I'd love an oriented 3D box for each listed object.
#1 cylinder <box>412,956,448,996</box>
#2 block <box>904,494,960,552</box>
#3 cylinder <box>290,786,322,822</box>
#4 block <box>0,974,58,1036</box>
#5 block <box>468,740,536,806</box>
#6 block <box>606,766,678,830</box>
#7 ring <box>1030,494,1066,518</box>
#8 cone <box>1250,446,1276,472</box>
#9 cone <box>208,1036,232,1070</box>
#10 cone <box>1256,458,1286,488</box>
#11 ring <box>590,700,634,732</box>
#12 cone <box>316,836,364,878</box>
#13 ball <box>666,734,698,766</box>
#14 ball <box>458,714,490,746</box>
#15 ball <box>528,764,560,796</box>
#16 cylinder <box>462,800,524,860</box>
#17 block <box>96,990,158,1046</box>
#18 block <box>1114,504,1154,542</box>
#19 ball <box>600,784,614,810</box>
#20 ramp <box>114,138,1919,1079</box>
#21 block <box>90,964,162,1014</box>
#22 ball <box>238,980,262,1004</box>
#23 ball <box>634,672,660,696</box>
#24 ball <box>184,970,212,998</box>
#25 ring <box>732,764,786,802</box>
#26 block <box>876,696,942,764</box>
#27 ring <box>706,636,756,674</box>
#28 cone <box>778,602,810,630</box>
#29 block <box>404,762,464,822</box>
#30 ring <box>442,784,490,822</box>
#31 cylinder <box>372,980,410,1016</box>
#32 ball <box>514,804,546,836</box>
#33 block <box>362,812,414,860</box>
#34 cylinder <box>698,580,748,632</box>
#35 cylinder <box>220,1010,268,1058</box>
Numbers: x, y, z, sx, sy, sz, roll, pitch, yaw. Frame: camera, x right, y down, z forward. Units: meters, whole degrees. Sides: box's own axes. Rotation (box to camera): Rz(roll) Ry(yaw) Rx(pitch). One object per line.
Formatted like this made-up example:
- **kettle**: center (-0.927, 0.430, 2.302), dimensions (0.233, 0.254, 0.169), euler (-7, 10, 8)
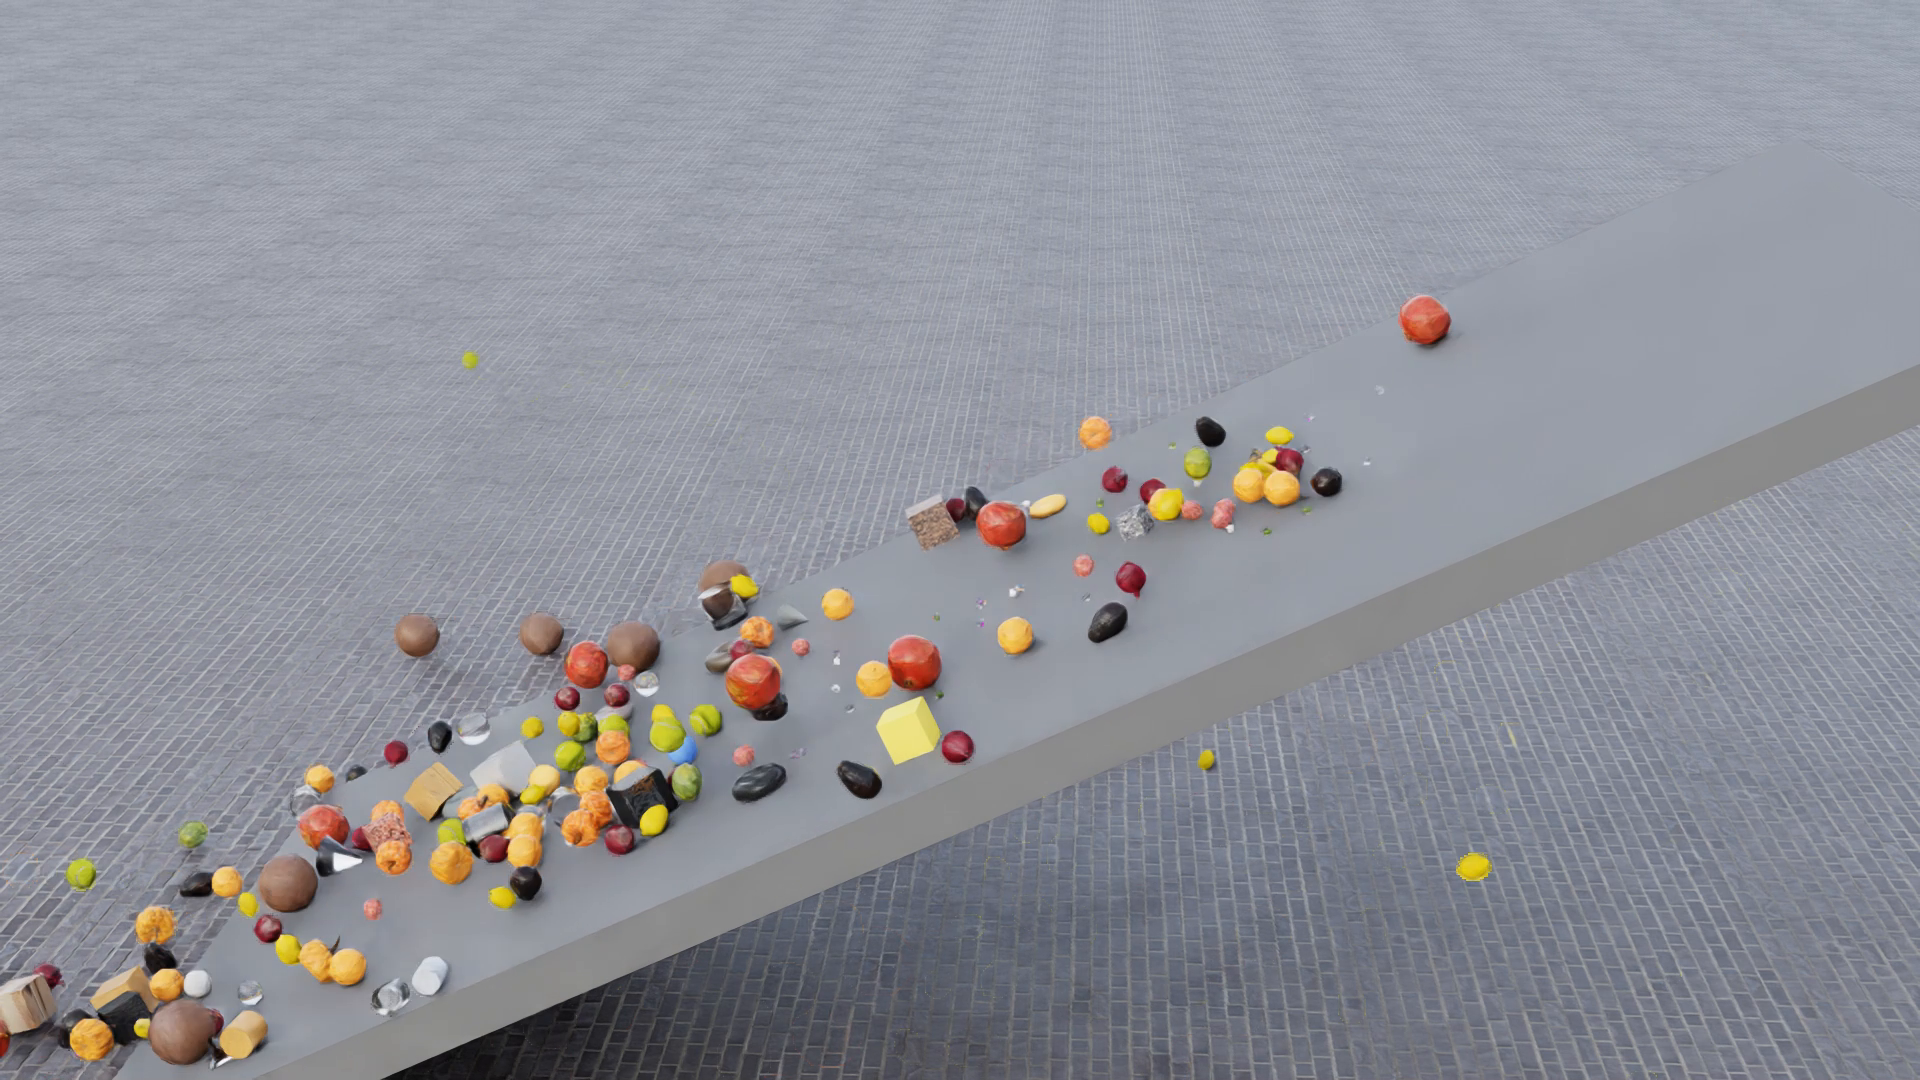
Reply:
- **cylinder**: center (-0.999, 0.821, 5.545), dimensions (0.054, 0.054, 0.054), euler (2, 18, 8)
- **block**: center (-0.068, -0.041, 7.047), dimensions (0.094, 0.094, 0.094), euler (-26, 13, 0)
- **cylinder**: center (-1.632, 0.658, 7.338), dimensions (0.076, 0.076, 0.076), euler (-2, 11, -8)
- **block**: center (-2.040, 1.011, 6.398), dimensions (0.091, 0.091, 0.091), euler (-15, 11, 18)
- **block**: center (-1.023, 0.527, 6.623), dimensions (0.095, 0.095, 0.095), euler (-27, 10, 40)
- **block**: center (-0.645, 0.523, 5.964), dimensions (0.090, 0.090, 0.090), euler (-33, 15, -29)
- **ring**: center (0.203, -0.078, 6.822), dimensions (0.092, 0.031, 0.092), euler (-24, 13, 6)
- **cone**: center (0.657, -0.174, 6.345), dimensions (0.058, 0.058, 0.058), euler (3, 16, 6)
- **cone**: center (-1.428, 0.998, 5.738), dimensions (0.067, 0.067, 0.067), euler (-2, 15, -24)
- **cone**: center (0.660, -0.139, 6.199), dimensions (0.063, 0.063, 0.063), euler (6, 17, 14)
- **ring**: center (-0.807, 0.409, 6.831), dimensions (0.112, 0.037, 0.112), euler (-26, 13, 7)
- **cone**: center (-1.404, 0.727, 6.712), dimensions (0.097, 0.097, 0.097), euler (5, 16, 11)
- **ball**: center (-0.587, 0.444, 6.217), dimensions (0.065, 0.065, 0.065), euler (0, 16, 0)
- **ball**: center (-1.121, 0.436, 6.777), dimensions (0.073, 0.073, 0.073), euler (0, 16, 0)
- **ball**: center (-0.917, 0.530, 6.495), dimensions (0.070, 0.070, 0.070), euler (0, 16, 0)
- **cylinder**: center (-0.992, 0.617, 6.245), dimensions (0.096, 0.096, 0.096), euler (-25, 15, 4)
- **block**: center (-1.760, 1.009, 6.213), dimensions (0.080, 0.080, 0.080), euler (-34, 14, -27)
- **block**: center (0.374, -0.037, 6.289), dimensions (0.054, 0.054, 0.054), euler (-18, 15, 32)
- **ball**: center (-0.720, 0.536, 6.132), dimensions (0.056, 0.056, 0.056), euler (0, 16, 0)
- **ramp**: center (0.135, 0.169, 6.282), dimensions (4.000, 0.100, 2.000), euler (-24, 13, 9)
- **block**: center (-1.798, 0.992, 6.339), dimensions (0.092, 0.092, 0.092), euler (-27, 13, 9)
- **ball**: center (-1.452, 0.926, 6.016), dimensions (0.050, 0.050, 0.050), euler (0, 16, 0)
- **ball**: center (-0.672, 0.309, 6.311), dimensions (0.053, 0.053, 0.053), euler (0, 16, 0)
- **ball**: center (-1.619, 0.943, 6.245), dimensions (0.060, 0.060, 0.060), euler (0, 16, 0)
- **ring**: center (-0.396, 0.478, 5.786), dimensions (0.116, 0.039, 0.116), euler (-24, 14, 6)
- **block**: center (-0.097, 0.360, 5.575), dimensions (0.083, 0.083, 0.083), euler (-22, 14, 17)
- **ring**: center (-0.534, 0.268, 6.849), dimensions (0.129, 0.043, 0.129), euler (-24, 15, 7)
- **cone**: center (-0.383, 0.184, 6.915), dimensions (0.067, 0.067, 0.067), euler (11, 19, 23)
- **block**: center (-1.212, 0.579, 6.769), dimensions (0.082, 0.082, 0.082), euler (42, 41, 5)
- **ring**: center (-1.110, 0.592, 6.672), dimensions (0.139, 0.046, 0.139), euler (-27, 11, 6)
- **cylinder**: center (-1.064, 0.855, 5.500), dimensions (0.054, 0.054, 0.054), euler (4, 9, 12)
- **ball**: center (-0.912, 0.594, 6.245), dimensions (0.066, 0.066, 0.066), euler (0, 16, 0)
- **block**: center (-1.296, 0.670, 6.658), dimensions (0.075, 0.075, 0.075), euler (-31, 14, -22)
- **cylinder**: center (-0.582, 0.162, 7.240), dimensions (0.092, 0.092, 0.092), euler (-25, 13, 6)
- **cylinder**: center (-1.392, 0.962, 5.718), dimensions (0.068, 0.068, 0.068), euler (4, 21, 12)
